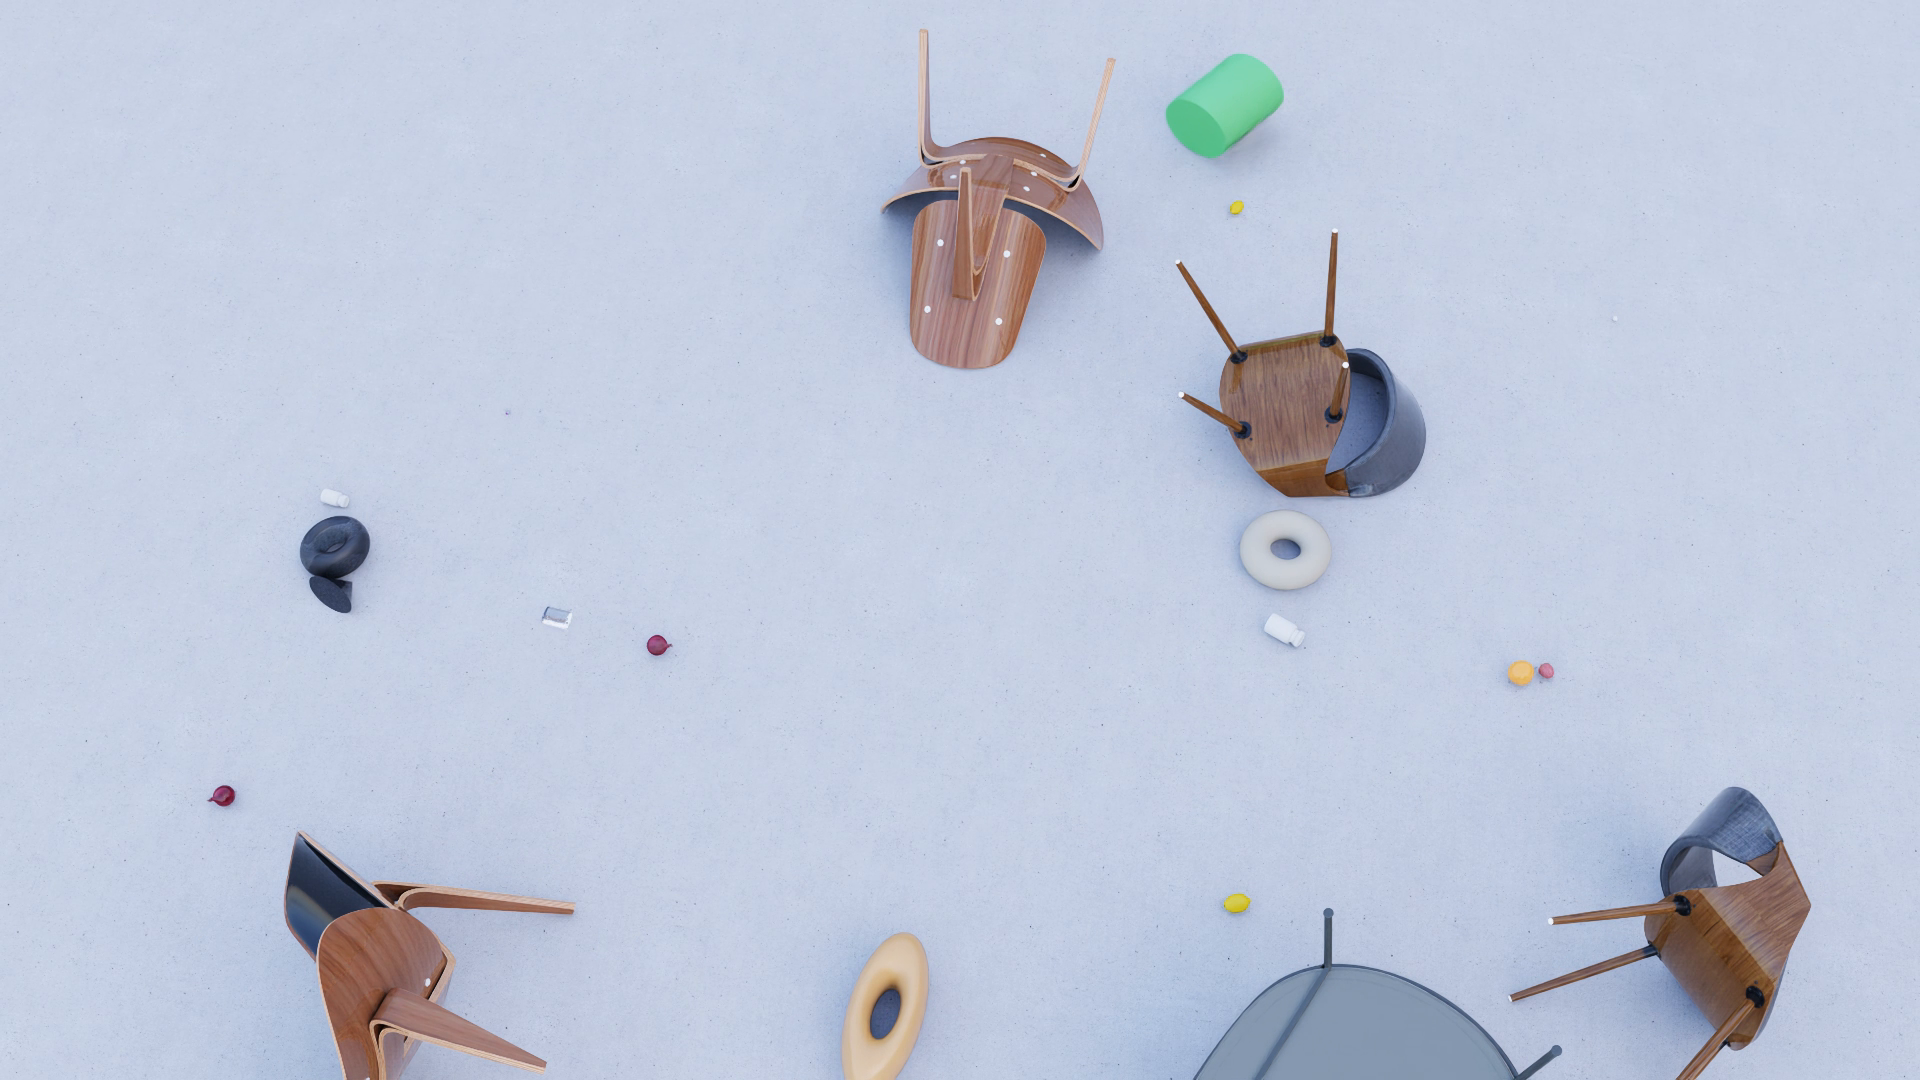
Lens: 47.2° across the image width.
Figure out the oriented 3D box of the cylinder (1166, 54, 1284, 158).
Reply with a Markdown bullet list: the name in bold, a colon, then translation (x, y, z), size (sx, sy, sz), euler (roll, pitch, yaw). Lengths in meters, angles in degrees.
- **cylinder**: translation (0.895, -1.468, 7.428), size (0.263, 0.215, 0.305), euler (32, 61, 34)

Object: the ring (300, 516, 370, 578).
- **ring**: translation (-1.846, 0.022, 6.497), size (0.212, 0.105, 0.183), euler (-38, 62, -21)

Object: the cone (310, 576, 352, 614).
- **cone**: translation (-1.815, 0.141, 6.454), size (0.162, 0.094, 0.095), euler (31, 35, 14)

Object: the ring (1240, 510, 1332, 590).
- **ring**: translation (0.962, 0.028, 6.501), size (0.272, 0.092, 0.264), euler (-19, 59, -11)

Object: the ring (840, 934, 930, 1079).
- **ring**: translation (-0.192, 1.219, 5.661), size (0.198, 0.160, 0.448), euler (14, 58, 6)
